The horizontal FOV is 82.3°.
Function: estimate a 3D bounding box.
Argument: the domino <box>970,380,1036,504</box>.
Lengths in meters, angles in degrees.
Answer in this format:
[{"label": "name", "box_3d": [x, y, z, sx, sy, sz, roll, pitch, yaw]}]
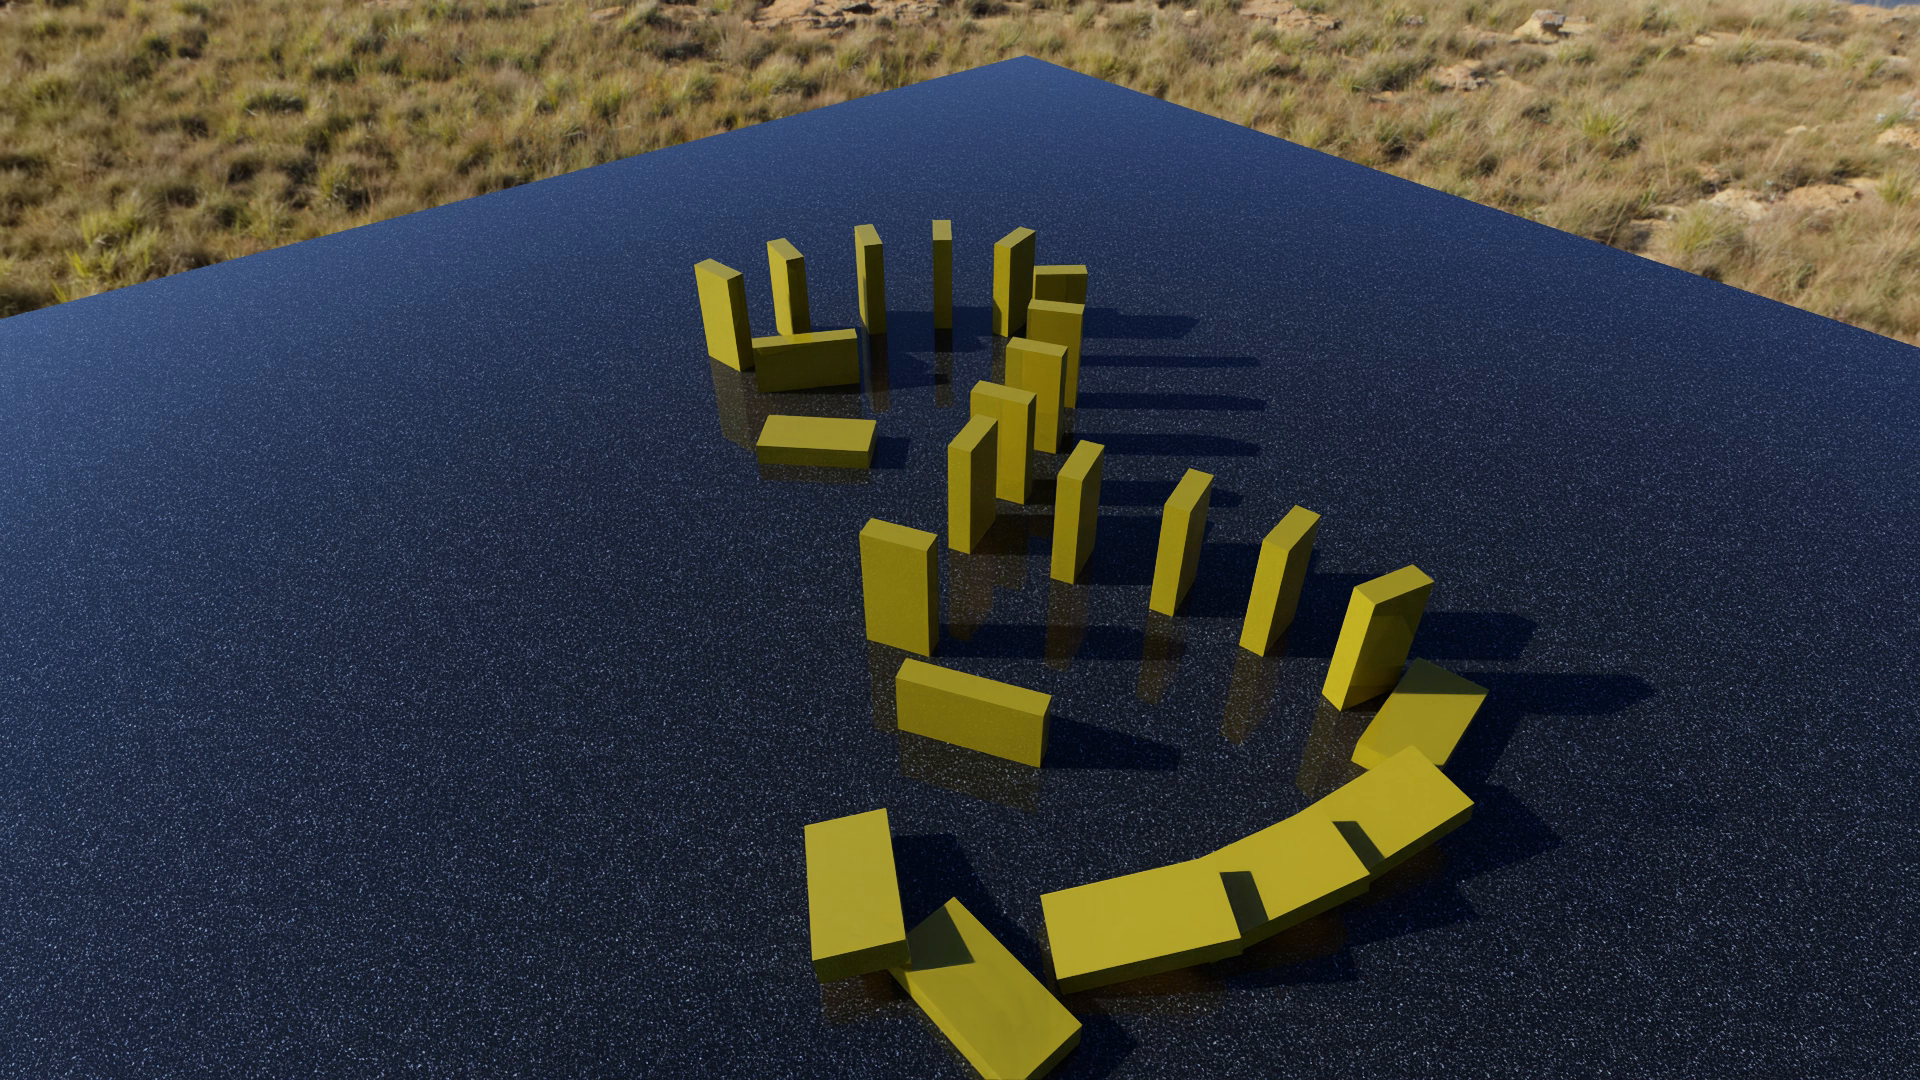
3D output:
[{"label": "domino", "box_3d": [0.018, -0.040, 0.461, 0.025, 0.050, 0.010, 16, 42, 18]}]

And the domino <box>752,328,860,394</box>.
[{"label": "domino", "box_3d": [-0.075, -0.088, 0.538, 0.050, 0.025, 0.009, -7, 40, -9]}]

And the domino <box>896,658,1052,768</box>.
[{"label": "domino", "box_3d": [0.004, 0.057, 0.362, 0.050, 0.025, 0.009, 13, 41, 15]}]

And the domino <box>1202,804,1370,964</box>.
[{"label": "domino", "box_3d": [0.088, 0.098, 0.315, 0.050, 0.010, 0.025, -22, 43, -6]}]

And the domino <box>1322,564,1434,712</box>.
[{"label": "domino", "box_3d": [0.140, 0.034, 0.371, 0.025, 0.050, 0.009, -17, 42, -20]}]

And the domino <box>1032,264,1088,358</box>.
[{"label": "domino", "box_3d": [0.049, -0.111, 0.547, 0.025, 0.050, 0.010, -2, 39, -2]}]

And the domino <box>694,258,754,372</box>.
[{"label": "domino", "box_3d": [-0.117, -0.112, 0.548, 0.025, 0.050, 0.010, 29, 48, 31]}]

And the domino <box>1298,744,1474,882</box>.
[{"label": "domino", "box_3d": [0.126, 0.085, 0.332, 0.050, 0.010, 0.025, -26, 45, -12]}]

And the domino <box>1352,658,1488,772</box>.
[{"label": "domino", "box_3d": [0.154, 0.062, 0.368, 0.025, 0.010, 0.050, 28, 47, 30]}]

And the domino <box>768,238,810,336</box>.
[{"label": "domino", "box_3d": [-0.087, -0.126, 0.565, 0.010, 0.050, 0.025, -20, 43, -22]}]

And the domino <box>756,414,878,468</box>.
[{"label": "domino", "box_3d": [-0.064, -0.045, 0.498, 0.050, 0.010, 0.025, 3, 39, 4]}]

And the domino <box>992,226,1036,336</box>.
[{"label": "domino", "box_3d": [0.028, -0.135, 0.576, 0.010, 0.050, 0.025, 23, 44, 25]}]

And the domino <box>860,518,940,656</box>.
[{"label": "domino", "box_3d": [-0.021, 0.017, 0.390, 0.025, 0.050, 0.010, 14, 41, 17]}]

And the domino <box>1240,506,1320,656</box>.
[{"label": "domino", "box_3d": [0.114, 0.015, 0.393, 0.010, 0.050, 0.025, 27, 46, 29]}]

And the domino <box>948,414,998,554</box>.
[{"label": "domino", "box_3d": [0.005, -0.022, 0.438, 0.009, 0.050, 0.025, 17, 42, 20]}]

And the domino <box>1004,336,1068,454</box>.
[{"label": "domino", "box_3d": [0.033, -0.064, 0.490, 0.025, 0.050, 0.010, 13, 41, 16]}]

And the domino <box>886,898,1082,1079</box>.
[{"label": "domino", "box_3d": [0.006, 0.122, 0.294, 0.025, 0.010, 0.050, -29, 48, -31]}]

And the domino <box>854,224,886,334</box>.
[{"label": "domino", "box_3d": [-0.047, -0.137, 0.579, 0.010, 0.050, 0.025, -10, 40, -12]}]

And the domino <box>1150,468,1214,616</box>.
[{"label": "domino", "box_3d": [0.082, 0.001, 0.410, 0.009, 0.050, 0.025, 20, 43, 22]}]

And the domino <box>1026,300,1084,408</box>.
[{"label": "domino", "box_3d": [0.044, -0.087, 0.518, 0.025, 0.050, 0.009, 8, 40, 10]}]

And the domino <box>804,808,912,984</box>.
[{"label": "domino", "box_3d": [-0.030, 0.100, 0.313, 0.025, 0.010, 0.050, -11, 30, -4]}]

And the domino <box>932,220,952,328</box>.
[{"label": "domino", "box_3d": [-0.009, -0.141, 0.583, 0.009, 0.050, 0.025, -1, 39, -1]}]

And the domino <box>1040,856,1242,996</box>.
[{"label": "domino", "box_3d": [0.050, 0.106, 0.304, 0.050, 0.010, 0.025, -14, 42, 3]}]

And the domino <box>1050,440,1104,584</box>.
[{"label": "domino", "box_3d": [0.045, -0.010, 0.424, 0.009, 0.050, 0.025, 16, 42, 19]}]
